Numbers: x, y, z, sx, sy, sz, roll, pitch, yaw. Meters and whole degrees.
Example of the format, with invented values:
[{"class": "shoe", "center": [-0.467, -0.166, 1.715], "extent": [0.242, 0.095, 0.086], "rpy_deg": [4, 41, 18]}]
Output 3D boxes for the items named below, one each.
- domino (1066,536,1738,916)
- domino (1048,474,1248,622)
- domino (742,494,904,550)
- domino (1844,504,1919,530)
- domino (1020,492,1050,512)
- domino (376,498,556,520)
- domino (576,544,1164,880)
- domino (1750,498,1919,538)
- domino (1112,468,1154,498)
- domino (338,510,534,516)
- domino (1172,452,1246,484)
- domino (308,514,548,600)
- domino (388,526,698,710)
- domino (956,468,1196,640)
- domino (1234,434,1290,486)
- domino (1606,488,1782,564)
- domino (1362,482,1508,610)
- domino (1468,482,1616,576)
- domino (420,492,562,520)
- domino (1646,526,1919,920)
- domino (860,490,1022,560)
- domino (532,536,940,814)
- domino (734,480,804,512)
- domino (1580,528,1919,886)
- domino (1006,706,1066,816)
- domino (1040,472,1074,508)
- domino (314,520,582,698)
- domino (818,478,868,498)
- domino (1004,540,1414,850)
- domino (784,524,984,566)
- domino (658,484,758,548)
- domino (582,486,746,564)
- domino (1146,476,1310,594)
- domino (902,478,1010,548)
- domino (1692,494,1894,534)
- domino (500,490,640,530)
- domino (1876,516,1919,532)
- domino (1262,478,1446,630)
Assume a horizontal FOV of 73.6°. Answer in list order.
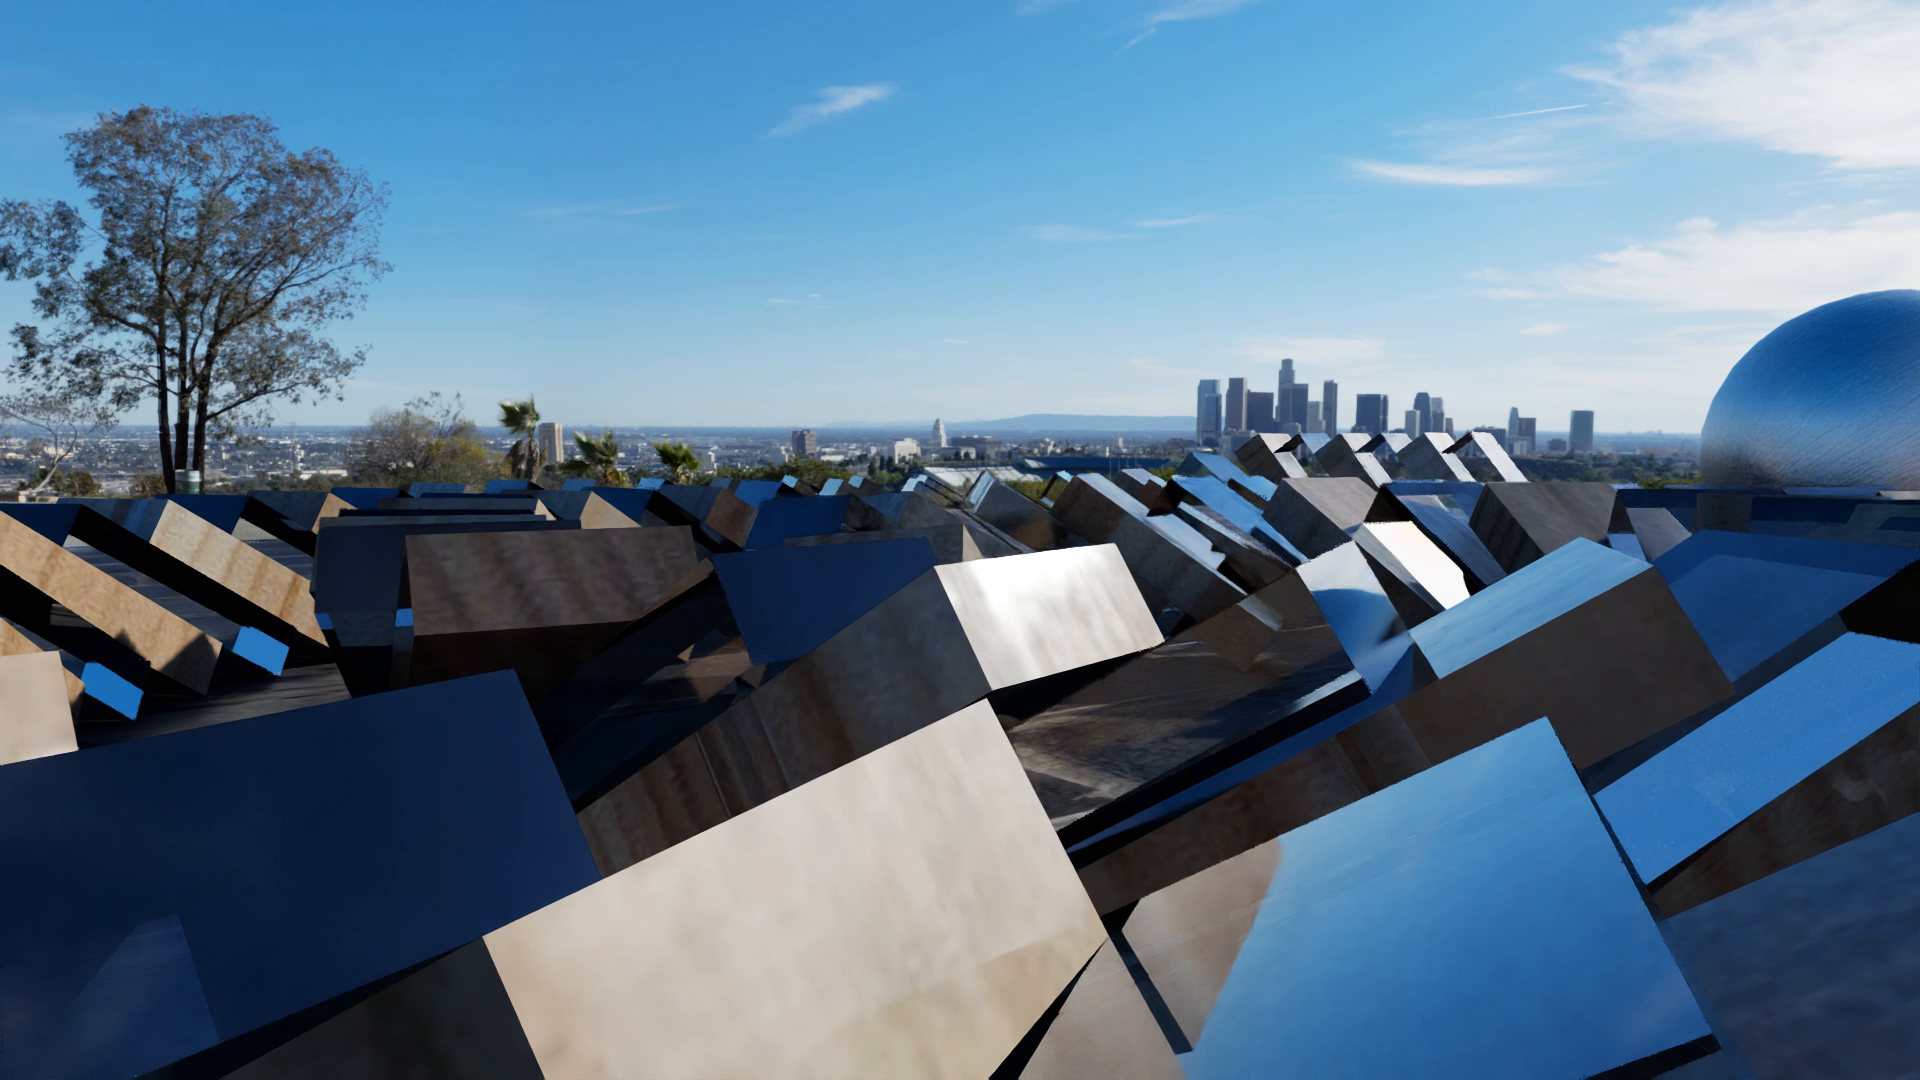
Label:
[{"class": "domino", "center": [0.030, 0.018, 0.101], "extent": [0.050, 0.009, 0.025], "rpy_deg": [-32, -5, 16]}, {"class": "domino", "center": [0.043, 0.005, 0.261], "extent": [0.050, 0.009, 0.025], "rpy_deg": [37, 13, 12]}, {"class": "domino", "center": [-0.010, 0.008, 0.223], "extent": [0.025, 0.009, 0.050], "rpy_deg": [-1, -28, 48]}, {"class": "domino", "center": [0.104, 0.015, 0.138], "extent": [0.050, 0.009, 0.025], "rpy_deg": [-41, 27, -28]}, {"class": "domino", "center": [0.028, -0.003, 0.393], "extent": [0.050, 0.009, 0.025], "rpy_deg": [30, 2, -6]}, {"class": "domino", "center": [-0.072, 0.010, 0.209], "extent": [0.025, 0.010, 0.050], "rpy_deg": [1, -28, 8]}, {"class": "domino", "center": [-0.009, 0.017, 0.111], "extent": [0.050, 0.010, 0.025], "rpy_deg": [-35, -17, 33]}, {"class": "domino", "center": [0.112, 0.013, 0.159], "extent": [0.025, 0.009, 0.050], "rpy_deg": [3, 38, 32]}, {"class": "domino", "center": [0.071, -0.004, 0.396], "extent": [0.050, 0.009, 0.025], "rpy_deg": [36, 16, 17]}, {"class": "domino", "center": [-0.069, 0.011, 0.189], "extent": [0.025, 0.009, 0.050], "rpy_deg": [0, -27, -1]}, {"class": "domino", "center": [0.091, -0.007, 0.394], "extent": [0.050, 0.010, 0.025], "rpy_deg": [47, 26, 26]}, {"class": "domino", "center": [-0.064, 0.013, 0.169], "extent": [0.025, 0.010, 0.050], "rpy_deg": [-1, -27, -10]}, {"class": "domino", "center": [-0.045, 0.015, 0.134], "extent": [0.025, 0.009, 0.050], "rpy_deg": [-3, -27, -28]}, {"class": "domino", "center": [0.023, 0.004, 0.259], "extent": [0.050, 0.009, 0.025], "rpy_deg": [36, 3, 1]}, {"class": "domino", "center": [0.104, -0.009, 0.384], "extent": [0.010, 0.050, 0.025], "rpy_deg": [-41, -19, 29]}, {"class": "domino", "center": [0.120, 0.010, 0.198], "extent": [0.025, 0.010, 0.050], "rpy_deg": [1, 37, 12]}, {"class": "domino", "center": [0.100, 0.007, 0.237], "extent": [0.025, 0.009, 0.050], "rpy_deg": [-2, 37, -24]}, {"class": "domino", "center": [0.112, 0.008, 0.220], "extent": [0.025, 0.010, 0.050], "rpy_deg": [-1, 38, -11]}, {"class": "domino", "center": [-0.072, 0.008, 0.232], "extent": [0.025, 0.010, 0.050], "rpy_deg": [2, -27, 27]}, {"class": "domino", "center": [0.071, 0.017, 0.114], "extent": [0.050, 0.009, 0.025], "rpy_deg": [-33, 11, -10]}, {"class": "domino", "center": [0.003, 0.007, 0.239], "extent": [0.050, 0.010, 0.025], "rpy_deg": [30, -17, -27]}, {"class": "domino", "center": [-0.026, 0.016, 0.122], "extent": [0.025, 0.010, 0.050], "rpy_deg": [-5, -25, -49]}, {"class": "domino", "center": [-0.028, 0.003, 0.300], "extent": [0.050, 0.009, 0.025], "rpy_deg": [33, -13, -28]}, {"class": "domino", "center": [0.052, 0.017, 0.107], "extent": [0.050, 0.010, 0.025], "rpy_deg": [-32, 7, -3]}, {"class": "domino", "center": [0.000, 0.025, 0.171], "extent": [0.025, 0.010, 0.050], "rpy_deg": [0, 4, 0]}, {"class": "domino", "center": [0.050, -0.004, 0.398], "extent": [0.050, 0.009, 0.025], "rpy_deg": [32, 9, 7]}, {"class": "domino", "center": [-0.057, 0.014, 0.151], "extent": [0.025, 0.010, 0.050], "rpy_deg": [-2, -27, -17]}, {"class": "domino", "center": [-0.011, 0.002, 0.313], "extent": [0.050, 0.010, 0.025], "rpy_deg": [31, -4, -14]}, {"class": "domino", "center": [0.010, 0.017, 0.104], "extent": [0.050, 0.010, 0.025], "rpy_deg": [-33, -10, 24]}, {"class": "domino", "center": [-0.006, 0.012, 0.193], "extent": [0.025, 0.010, 0.050], "rpy_deg": [-5, -22, 12]}, {"class": "domino", "center": [-0.042, 0.004, 0.284], "extent": [0.025, 0.010, 0.050], "rpy_deg": [5, -24, 48]}, {"class": "domino", "center": [-0.055, 0.006, 0.268], "extent": [0.025, 0.009, 0.050], "rpy_deg": [4, -25, 42]}, {"class": "domino", "center": [0.064, 0.005, 0.259], "extent": [0.050, 0.009, 0.025], "rpy_deg": [39, 22, 22]}, {"class": "domino", "center": [0.008, 0.002, 0.320], "extent": [0.050, 0.009, 0.025], "rpy_deg": [31, -1, -8]}, {"class": "domino", "center": [0.118, 0.012, 0.178], "extent": [0.025, 0.010, 0.050], "rpy_deg": [2, 37, 23]}, {"class": "domino", "center": [-0.065, 0.007, 0.250], "extent": [0.025, 0.010, 0.050], "rpy_deg": [2, -26, 34]}, {"class": "domino", "center": [0.089, 0.016, 0.123], "extent": [0.050, 0.009, 0.025], "rpy_deg": [-35, 16, -16]}, {"class": "domino", "center": [0.086, 0.006, 0.252], "extent": [0.025, 0.009, 0.050], "rpy_deg": [-3, 38, -37]}]
